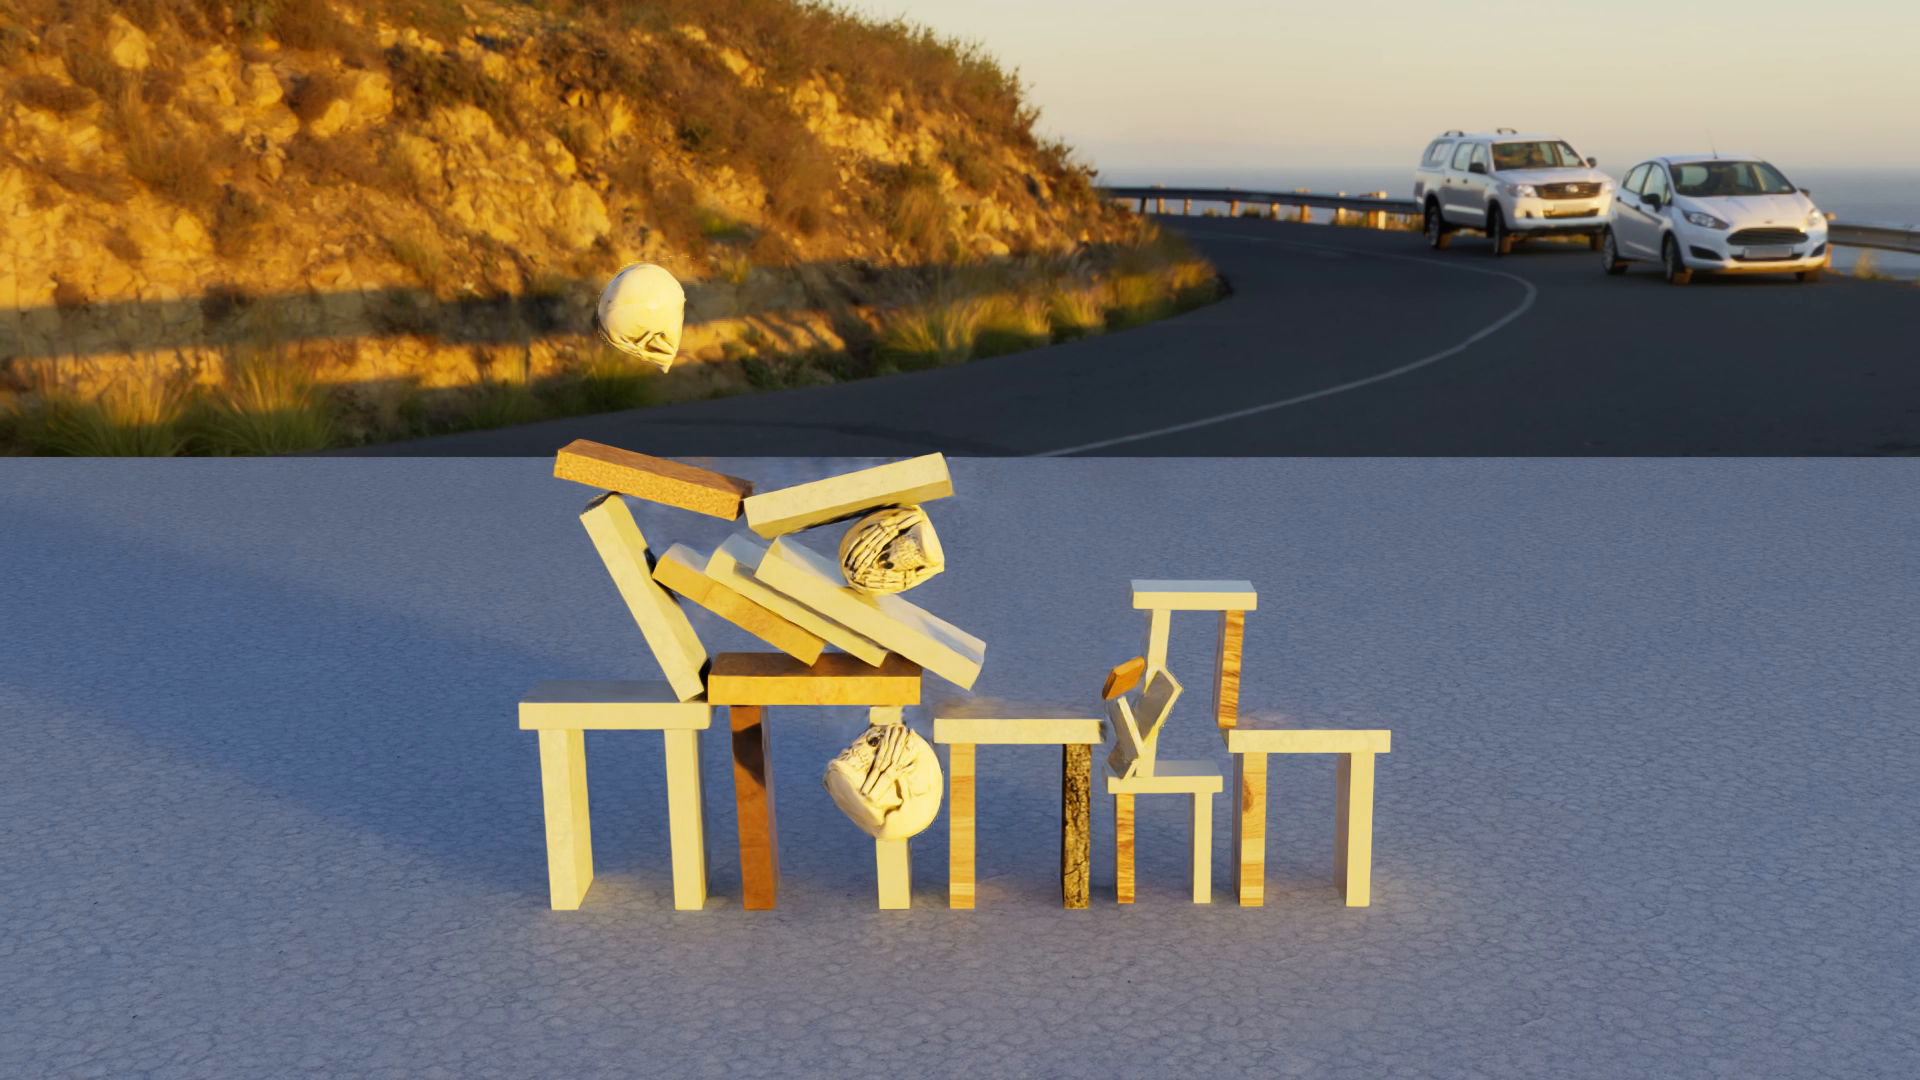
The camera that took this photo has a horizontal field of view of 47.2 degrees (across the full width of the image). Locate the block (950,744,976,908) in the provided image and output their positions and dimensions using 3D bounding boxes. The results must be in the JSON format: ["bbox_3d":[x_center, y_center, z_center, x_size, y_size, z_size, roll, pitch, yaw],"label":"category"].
[{"bbox_3d":[0.005,0.452,3.644,0.040,0.280,0.140,0,11,0],"label":"block"}]

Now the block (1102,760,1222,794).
[{"bbox_3d":[0.333,0.391,3.636,0.188,0.027,0.094,0,11,-3],"label":"block"}]

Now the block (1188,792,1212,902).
[{"bbox_3d":[0.398,0.497,3.654,0.027,0.188,0.094,0,11,0],"label":"block"}]

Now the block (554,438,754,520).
[{"bbox_3d":[-0.494,-0.099,3.569,0.299,0.042,0.149,14,10,1],"label":"block"}]

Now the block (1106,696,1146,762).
[{"bbox_3d":[0.265,0.302,3.517,0.014,0.098,0.049,-19,-5,-24],"label":"block"}]

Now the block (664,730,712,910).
[{"bbox_3d":[-0.449,0.440,3.641,0.043,0.303,0.152,-2,11,0],"label":"block"}]

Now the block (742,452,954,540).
[{"bbox_3d":[-0.177,-0.070,3.559,0.323,0.046,0.162,-13,-8,2],"label":"block"}]

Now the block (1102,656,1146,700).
[{"bbox_3d":[0.248,0.210,3.340,0.049,0.014,0.098,-23,-21,-17],"label":"block"}]

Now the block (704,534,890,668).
[{"bbox_3d":[-0.258,0.098,3.650,0.323,0.046,0.162,28,11,-1],"label":"block"}]

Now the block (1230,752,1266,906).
[{"bbox_3d":[0.479,0.461,3.650,0.037,0.261,0.131,0,11,0],"label":"block"}]

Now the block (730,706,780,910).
[{"bbox_3d":[-0.338,0.420,3.641,0.048,0.340,0.170,-3,10,-1],"label":"block"}]

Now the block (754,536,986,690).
[{"bbox_3d":[-0.144,0.116,3.612,0.392,0.046,0.162,28,11,-3],"label":"block"}]

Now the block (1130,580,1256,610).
[{"bbox_3d":[0.378,0.089,3.578,0.196,0.028,0.098,0,11,1],"label":"block"}]

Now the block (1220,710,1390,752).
[{"bbox_3d":[0.566,0.314,3.623,0.261,0.037,0.131,0,11,0],"label":"block"}]

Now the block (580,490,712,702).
[{"bbox_3d":[-0.507,0.088,3.580,0.042,0.341,0.149,-26,10,5],"label":"block"}]

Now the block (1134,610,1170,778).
[{"bbox_3d":[0.310,0.240,3.607,0.028,0.279,0.098,5,10,-3],"label":"block"}]

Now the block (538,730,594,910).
[{"bbox_3d":[-0.651,0.440,3.641,0.043,0.303,0.152,-2,11,0],"label":"block"}]

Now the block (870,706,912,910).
[{"bbox_3d":[-0.113,0.420,3.642,0.048,0.340,0.170,-2,10,1],"label":"block"}]

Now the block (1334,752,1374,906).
[{"bbox_3d":[0.653,0.461,3.650,0.037,0.261,0.130,0,11,0],"label":"block"}]

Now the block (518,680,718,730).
[{"bbox_3d":[-0.557,0.269,3.609,0.303,0.043,0.152,0,11,0],"label":"block"}]

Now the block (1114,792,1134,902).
[{"bbox_3d":[0.272,0.497,3.654,0.027,0.188,0.094,-1,11,0],"label":"block"}]

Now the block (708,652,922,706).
[{"bbox_3d":[-0.235,0.227,3.614,0.340,0.048,0.170,0,10,0],"label":"block"}]

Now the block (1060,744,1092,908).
[{"bbox_3d":[0.192,0.452,3.642,0.040,0.280,0.140,0,11,0],"label":"block"}]

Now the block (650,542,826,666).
[{"bbox_3d":[-0.358,0.104,3.632,0.299,0.042,0.149,29,7,-3],"label":"block"}]

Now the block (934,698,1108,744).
[{"bbox_3d":[0.099,0.296,3.611,0.280,0.040,0.140,0,11,1],"label":"block"}]

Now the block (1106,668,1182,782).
[{"bbox_3d":[0.295,0.298,3.538,0.014,0.203,0.049,-1,40,-38],"label":"block"}]

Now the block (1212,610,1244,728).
[{"bbox_3d":[0.438,0.200,3.597,0.028,0.196,0.098,3,11,-1],"label":"block"}]
